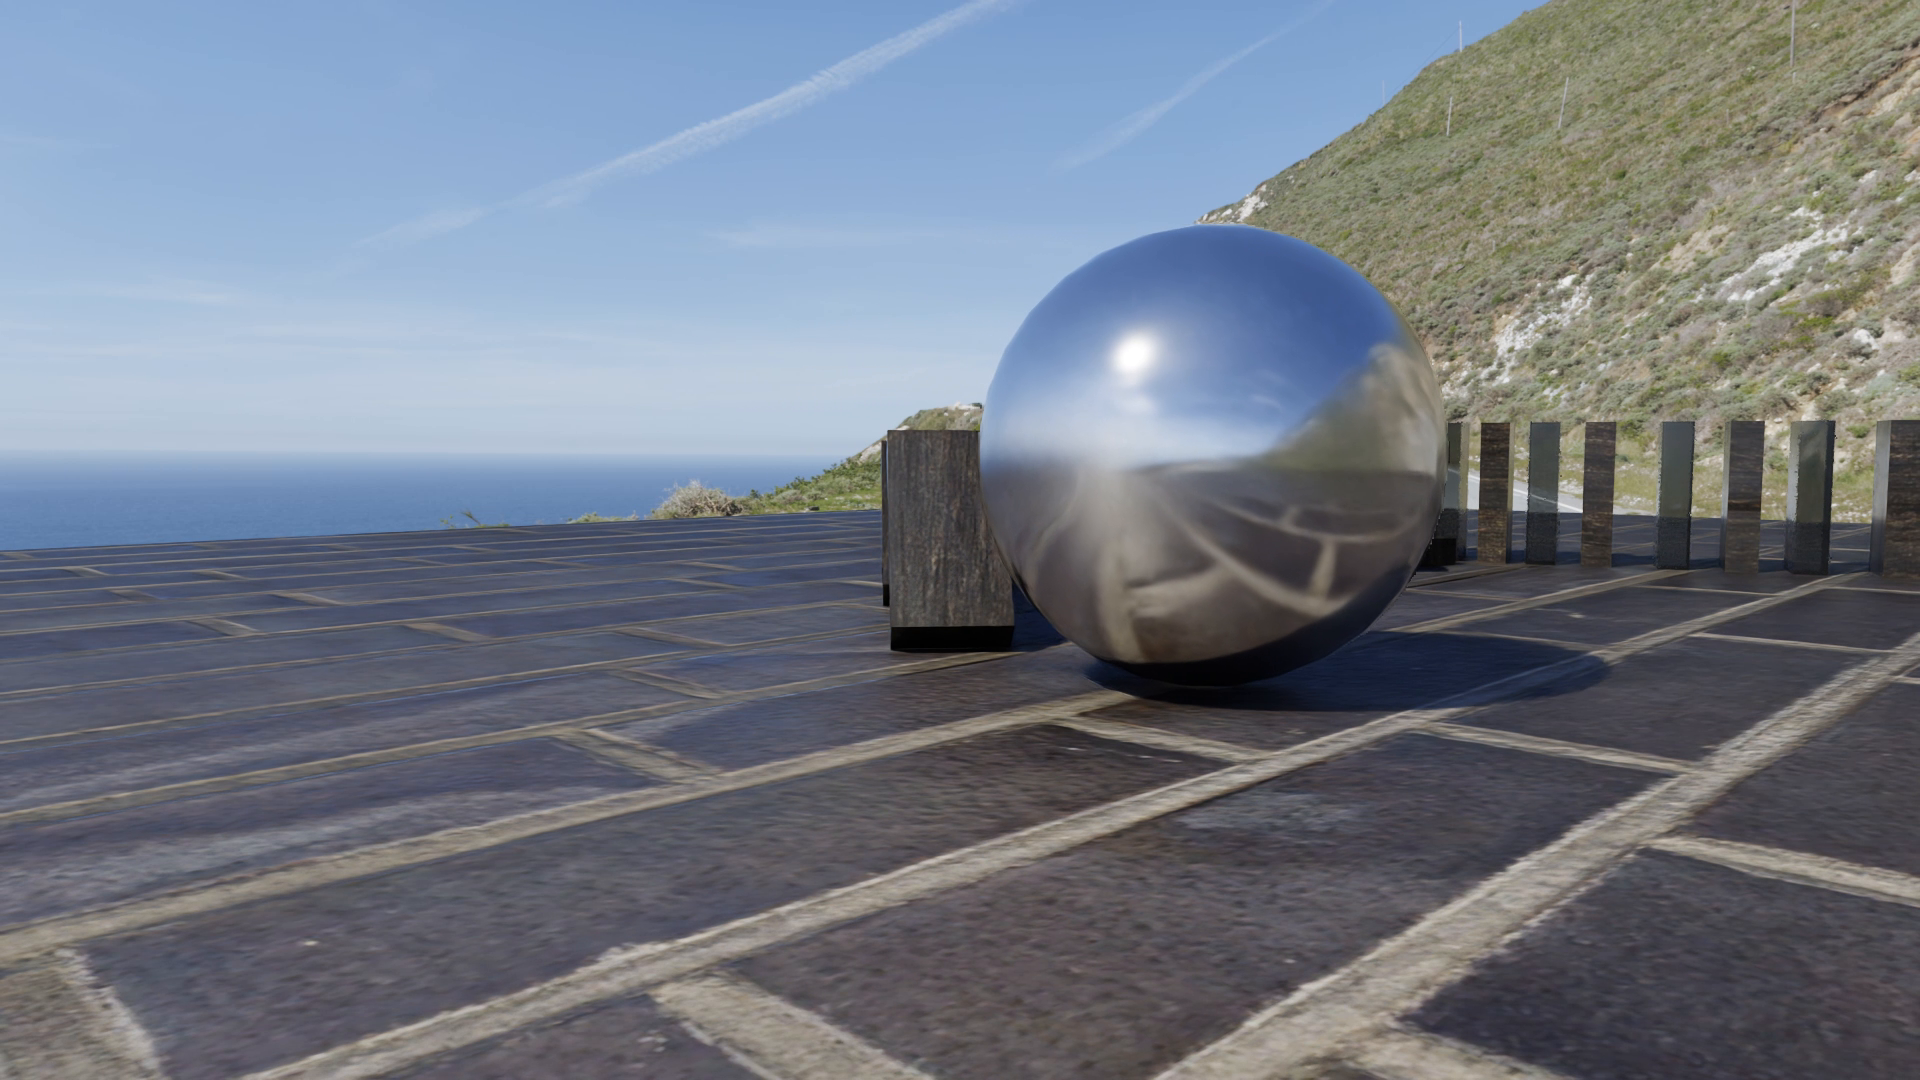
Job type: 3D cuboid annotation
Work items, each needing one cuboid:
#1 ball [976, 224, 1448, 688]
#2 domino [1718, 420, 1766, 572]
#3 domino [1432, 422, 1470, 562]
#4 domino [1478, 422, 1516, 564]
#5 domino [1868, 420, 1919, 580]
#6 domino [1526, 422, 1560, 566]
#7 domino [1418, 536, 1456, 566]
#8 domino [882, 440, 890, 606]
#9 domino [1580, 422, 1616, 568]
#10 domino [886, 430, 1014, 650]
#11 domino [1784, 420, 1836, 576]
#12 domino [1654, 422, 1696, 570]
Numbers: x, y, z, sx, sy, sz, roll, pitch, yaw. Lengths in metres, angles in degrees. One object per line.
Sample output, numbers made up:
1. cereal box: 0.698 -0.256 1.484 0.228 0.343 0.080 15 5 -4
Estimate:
1. ball: 0.043 -0.014 0.225 0.080 0.080 0.080 0 4 0
2. domino: 0.265 -0.015 0.435 0.010 0.050 0.025 2 5 27
3. domino: 0.182 -0.018 0.476 0.009 0.050 0.025 2 5 28
4. domino: 0.196 -0.018 0.468 0.010 0.050 0.025 2 5 27
5. domino: 0.303 -0.014 0.415 0.009 0.050 0.025 2 5 27
6. domino: 0.210 -0.017 0.461 0.009 0.050 0.025 2 5 26
7. domino: 0.146 0.004 0.452 0.050 0.010 0.025 -2 5 -22
8. domino: -0.009 -0.005 0.350 0.025 0.050 0.009 0 -38 -4
9. domino: 0.226 -0.016 0.454 0.009 0.050 0.025 2 5 26
10. domino: -0.003 -0.001 0.277 0.025 0.050 0.009 0 -33 -4
11. domino: 0.282 -0.014 0.426 0.010 0.050 0.025 2 5 27
12. domino: 0.247 -0.016 0.444 0.009 0.050 0.025 2 5 26
